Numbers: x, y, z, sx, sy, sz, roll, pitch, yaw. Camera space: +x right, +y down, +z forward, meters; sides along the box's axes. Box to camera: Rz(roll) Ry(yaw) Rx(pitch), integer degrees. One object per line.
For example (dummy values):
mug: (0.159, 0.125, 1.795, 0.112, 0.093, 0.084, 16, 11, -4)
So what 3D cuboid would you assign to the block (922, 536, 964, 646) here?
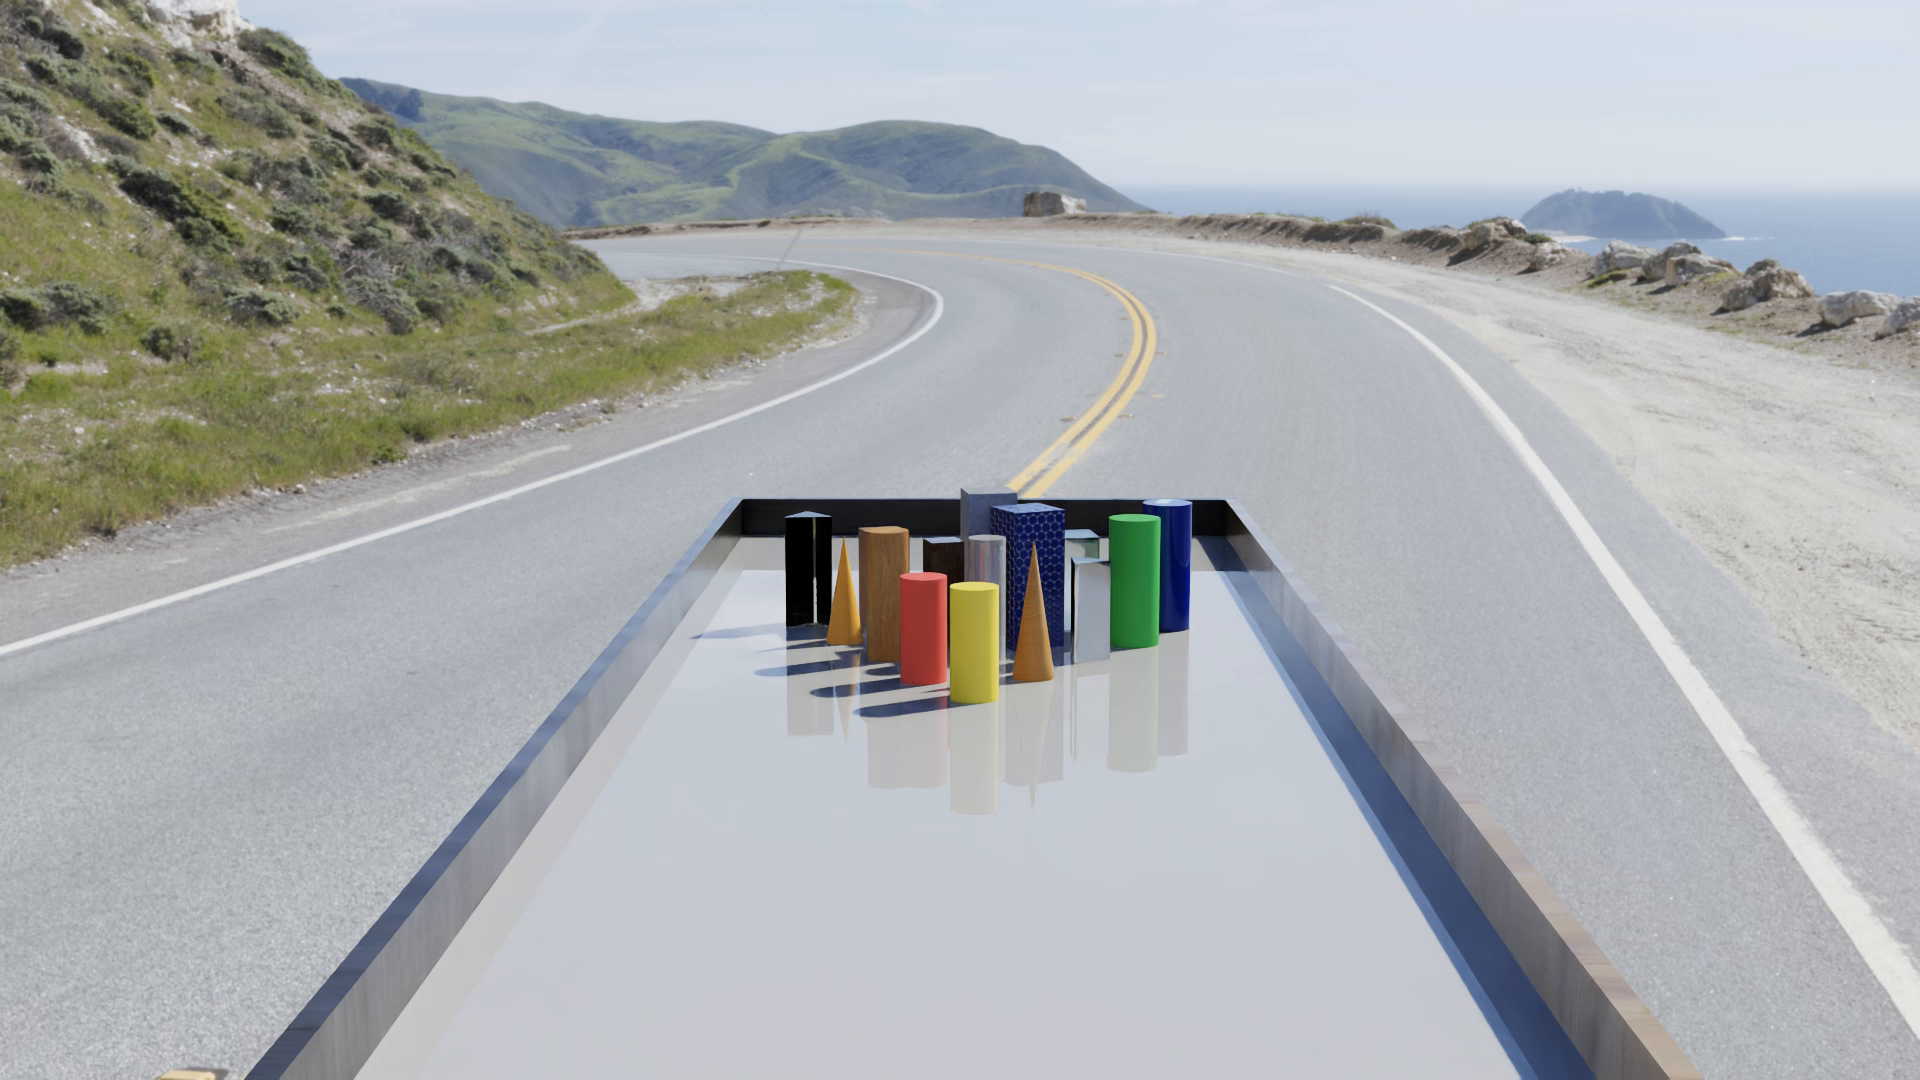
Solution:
block: (-0.051, 0.163, 6.922, 0.105, 0.331, 0.105, -3, 9, -16)

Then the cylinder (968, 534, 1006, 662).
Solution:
cylinder: (0.082, 0.177, 6.696, 0.114, 0.374, 0.114, 0, 9, 0)

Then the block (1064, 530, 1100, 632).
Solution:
block: (0.354, 0.132, 7.186, 0.171, 0.309, 0.171, -1, 9, -7)

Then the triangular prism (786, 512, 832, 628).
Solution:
triangular prism: (-0.499, 0.095, 7.244, 0.150, 0.365, 0.130, -1, 9, -5)

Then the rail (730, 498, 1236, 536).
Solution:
rail: (0.099, -0.098, 9.147, 2.100, 0.150, 0.050, 0, 9, 1)

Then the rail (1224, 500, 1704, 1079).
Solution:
rail: (1.046, 0.843, 3.208, 0.050, 0.150, 12.000, 0, 9, 1)

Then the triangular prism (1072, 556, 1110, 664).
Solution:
triangular prism: (0.373, 0.210, 6.705, 0.129, 0.306, 0.112, -6, 11, -33)

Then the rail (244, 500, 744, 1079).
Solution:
rail: (-1.004, 0.839, 3.234, 0.050, 0.150, 12.000, 0, 9, 1)

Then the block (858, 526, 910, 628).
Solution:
block: (-0.249, 0.125, 7.201, 0.134, 0.320, 0.134, -3, 9, -18)

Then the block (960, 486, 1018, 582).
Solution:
block: (0.093, 0.063, 7.162, 0.158, 0.454, 0.158, -2, 9, -10)

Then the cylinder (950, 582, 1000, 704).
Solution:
cylinder: (0.040, 0.287, 6.172, 0.138, 0.321, 0.138, 0, 9, 0)

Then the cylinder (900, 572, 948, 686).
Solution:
cylinder: (-0.106, 0.257, 6.402, 0.137, 0.308, 0.137, 0, 9, 0)

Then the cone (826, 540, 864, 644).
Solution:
cone: (-0.366, 0.152, 6.957, 0.119, 0.342, 0.119, 0, 9, 0)

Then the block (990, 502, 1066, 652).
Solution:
block: (0.210, 0.114, 6.908, 0.173, 0.433, 0.173, -5, 10, -27)

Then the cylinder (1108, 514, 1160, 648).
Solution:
cylinder: (0.548, 0.128, 6.922, 0.162, 0.400, 0.162, 0, 9, 0)

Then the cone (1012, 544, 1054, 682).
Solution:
cone: (0.216, 0.199, 6.431, 0.126, 0.414, 0.126, 0, 9, 0)

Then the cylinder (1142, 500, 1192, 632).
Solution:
cylinder: (0.673, 0.082, 7.170, 0.160, 0.413, 0.160, 0, 9, 0)

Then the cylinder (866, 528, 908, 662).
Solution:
cylinder: (-0.220, 0.166, 6.701, 0.128, 0.395, 0.128, 0, 9, 0)
